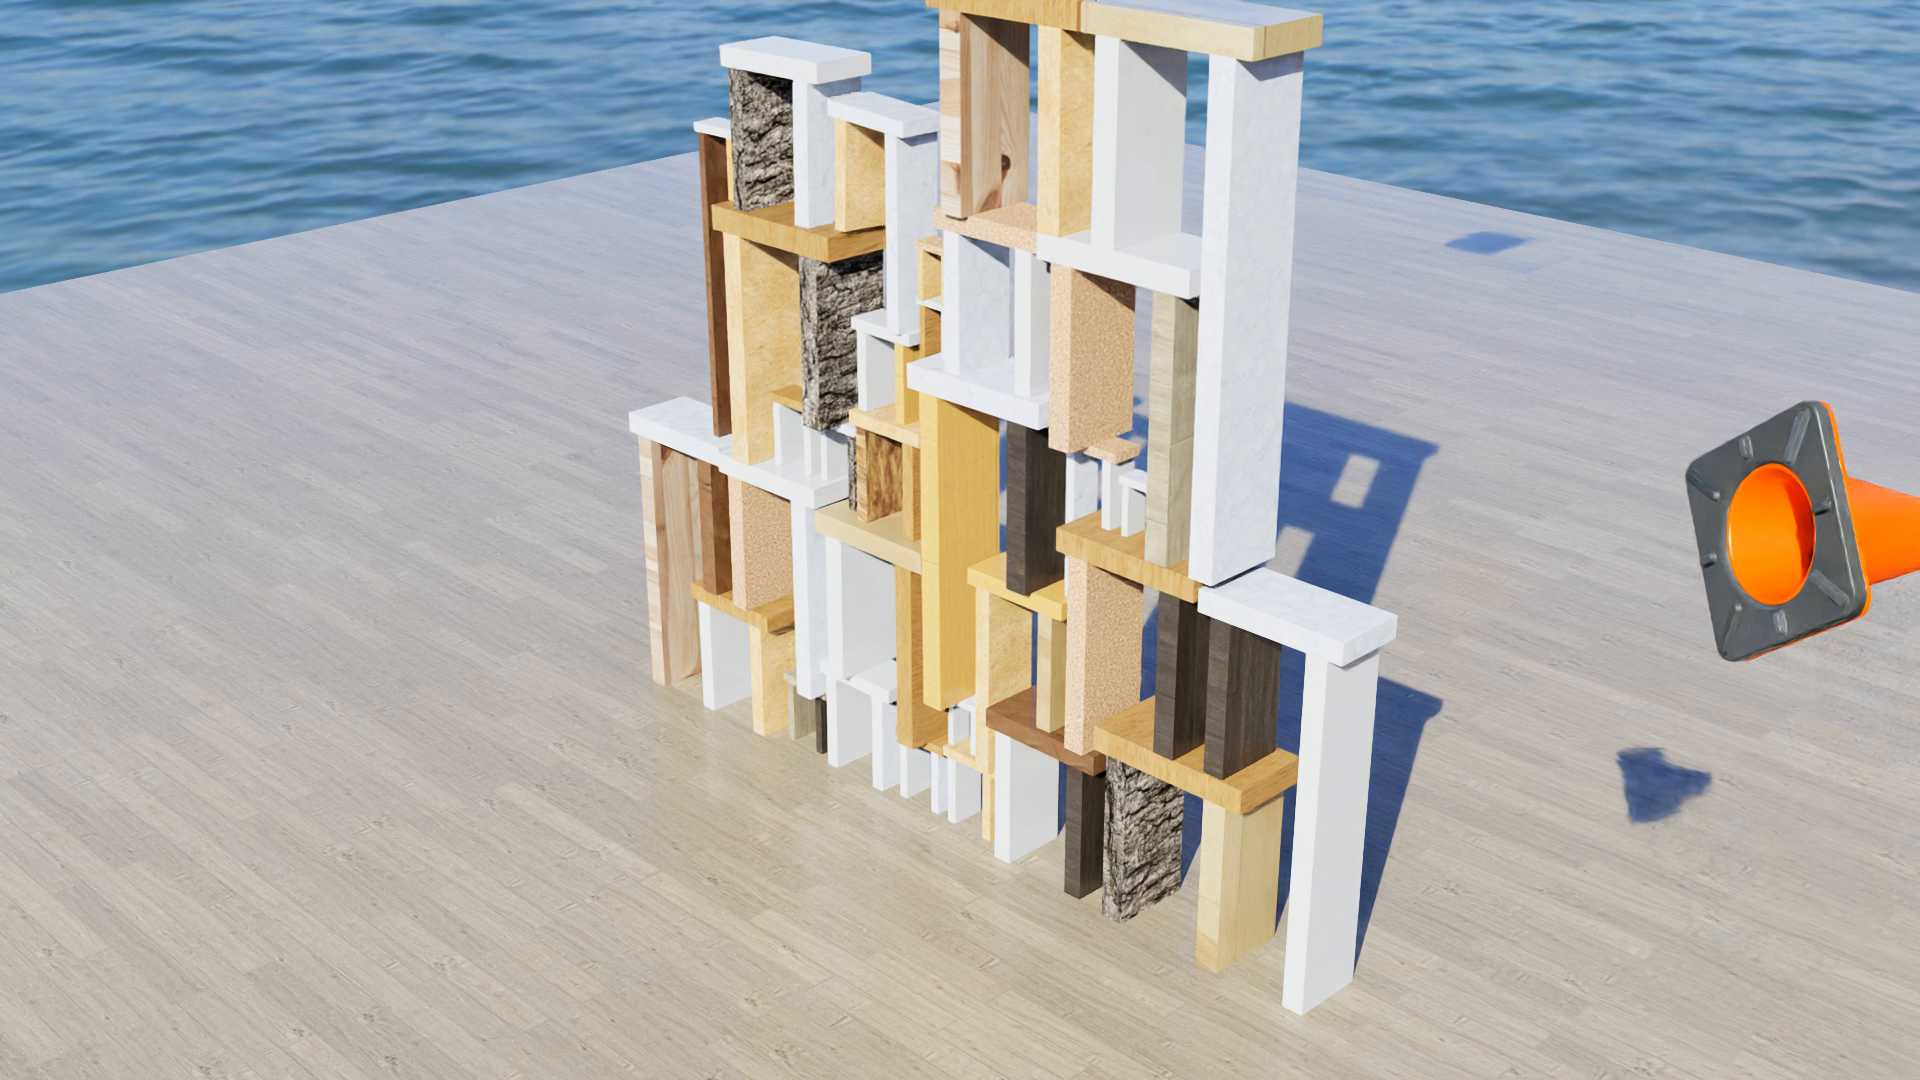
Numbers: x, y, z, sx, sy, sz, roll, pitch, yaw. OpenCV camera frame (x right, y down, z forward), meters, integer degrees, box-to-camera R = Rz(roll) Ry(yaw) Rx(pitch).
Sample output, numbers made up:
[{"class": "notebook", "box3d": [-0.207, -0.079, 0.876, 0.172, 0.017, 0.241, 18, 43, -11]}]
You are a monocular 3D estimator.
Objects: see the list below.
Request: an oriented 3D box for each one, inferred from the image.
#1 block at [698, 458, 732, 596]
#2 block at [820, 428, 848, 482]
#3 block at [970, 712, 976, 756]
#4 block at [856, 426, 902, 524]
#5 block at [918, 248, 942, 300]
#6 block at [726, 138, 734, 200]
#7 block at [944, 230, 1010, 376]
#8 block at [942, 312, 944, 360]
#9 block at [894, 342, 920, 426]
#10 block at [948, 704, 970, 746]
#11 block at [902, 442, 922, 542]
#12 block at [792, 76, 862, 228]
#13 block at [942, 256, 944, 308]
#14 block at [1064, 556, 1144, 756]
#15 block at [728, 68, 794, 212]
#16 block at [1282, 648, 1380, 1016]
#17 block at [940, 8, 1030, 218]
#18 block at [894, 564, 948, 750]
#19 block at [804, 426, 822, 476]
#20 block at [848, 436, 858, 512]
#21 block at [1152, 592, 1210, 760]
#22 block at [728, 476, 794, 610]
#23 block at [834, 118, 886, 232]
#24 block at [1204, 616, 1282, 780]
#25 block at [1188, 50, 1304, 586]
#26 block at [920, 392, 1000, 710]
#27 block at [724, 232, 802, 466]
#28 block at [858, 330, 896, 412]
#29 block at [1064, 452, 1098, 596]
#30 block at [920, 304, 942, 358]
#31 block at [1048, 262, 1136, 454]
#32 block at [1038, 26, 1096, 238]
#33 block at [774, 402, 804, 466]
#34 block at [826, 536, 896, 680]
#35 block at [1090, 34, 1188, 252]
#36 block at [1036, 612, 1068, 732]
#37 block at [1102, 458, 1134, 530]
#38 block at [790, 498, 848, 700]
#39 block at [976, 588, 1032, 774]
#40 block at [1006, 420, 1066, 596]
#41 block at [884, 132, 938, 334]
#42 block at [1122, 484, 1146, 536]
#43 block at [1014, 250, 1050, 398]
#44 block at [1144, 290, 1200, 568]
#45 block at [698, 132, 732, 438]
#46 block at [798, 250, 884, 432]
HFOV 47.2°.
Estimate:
[{"class": "block", "box3d": [-0.485, -0.047, 4.735, 0.043, 0.305, 0.153, 21, 31, 41]}, {"class": "block", "box3d": [-0.252, -0.183, 4.422, 0.017, 0.119, 0.059, 21, 31, 40]}, {"class": "block", "box3d": [0.042, 0.375, 4.336, 0.013, 0.093, 0.046, 21, 31, 40]}, {"class": "block", "box3d": [-0.157, -0.141, 4.334, 0.099, 0.197, 0.028, -21, 31, -40]}, {"class": "block", "box3d": [-0.056, -0.495, 4.065, 0.048, 0.096, 0.014, -20, 31, -39]}, {"class": "block", "box3d": [-0.432, -0.742, 4.371, 0.062, 0.124, 0.018, -22, 31, -40]}, {"class": "block", "box3d": [0.031, -0.444, 3.999, 0.037, 0.265, 0.132, 21, 31, 40]}, {"class": "block", "box3d": [-0.013, -0.382, 4.075, 0.013, 0.092, 0.046, 22, 32, 40]}, {"class": "block", "box3d": [-0.086, -0.306, 4.194, 0.080, 0.160, 0.023, -21, 31, -40]}, {"class": "block", "box3d": [-0.002, 0.358, 4.376, 0.013, 0.093, 0.046, 21, 31, 40]}, {"class": "block", "box3d": [-0.065, -0.105, 4.248, 0.099, 0.197, 0.028, -21, 31, -40]}, {"class": "block", "box3d": [-0.251, -0.742, 4.177, 0.138, 0.275, 0.039, -20, 30, -41]}, {"class": "block", "box3d": [-0.012, -0.476, 4.022, 0.048, 0.096, 0.014, -21, 32, -39]}, {"class": "block", "box3d": [0.264, 0.189, 4.013, 0.045, 0.386, 0.158, 21, 31, 41]}, {"class": "block", "box3d": [-0.381, -0.792, 4.296, 0.138, 0.275, 0.039, -21, 31, -40]}, {"class": "block", "box3d": [0.631, 0.484, 3.744, 0.042, 0.684, 0.149, 21, 31, 41]}, {"class": "block", "box3d": [0.044, -0.757, 3.847, 0.049, 0.356, 0.173, 21, 31, 40]}, {"class": "block", "box3d": [-0.055, 0.211, 4.367, 0.154, 0.390, 0.044, -21, 31, -40]}, {"class": "block", "box3d": [-0.284, -0.202, 4.449, 0.019, 0.132, 0.066, 21, 31, 40]}, {"class": "block", "box3d": [-0.195, -0.142, 4.381, 0.059, 0.162, 0.017, -21, 31, -40]}, {"class": "block", "box3d": [0.412, 0.215, 3.862, 0.045, 0.315, 0.157, 21, 31, 41]}, {"class": "block", "box3d": [-0.415, -0.013, 4.663, 0.042, 0.298, 0.149, 21, 31, 41]}, {"class": "block", "box3d": [-0.186, -0.692, 4.138, 0.104, 0.209, 0.030, -18, 28, -41]}, {"class": "block", "box3d": [0.490, 0.252, 3.797, 0.042, 0.298, 0.149, 21, 31, 41]}, {"class": "block", "box3d": [0.462, -0.356, 3.570, 0.173, 0.877, 0.049, -22, 31, -40]}, {"class": "block", "box3d": [0.002, 0.006, 4.225, 0.047, 0.647, 0.165, 21, 31, 40]}, {"class": "block", "box3d": [-0.389, -0.404, 4.478, 0.049, 0.482, 0.173, 21, 31, 41]}, {"class": "block", "box3d": [-0.161, -0.336, 4.264, 0.080, 0.160, 0.023, -21, 31, -40]}, {"class": "block", "box3d": [0.220, -0.038, 3.977, 0.018, 0.288, 0.065, 21, 31, 40]}, {"class": "block", "box3d": [-0.054, -0.331, 4.146, 0.046, 0.243, 0.013, -21, 31, -40]}, {"class": "block", "box3d": [0.231, -0.334, 3.829, 0.167, 0.335, 0.047, -22, 31, -40]}, {"class": "block", "box3d": [0.208, -0.698, 3.694, 0.173, 0.347, 0.049, -22, 31, -40]}, {"class": "block", "box3d": [-0.349, -0.226, 4.506, 0.019, 0.132, 0.066, 21, 31, 41]}, {"class": "block", "box3d": [-0.199, 0.116, 4.486, 0.154, 0.308, 0.044, -21, 31, -41]}, {"class": "block", "box3d": [0.295, -0.665, 3.616, 0.173, 0.347, 0.049, -22, 31, -40]}, {"class": "block", "box3d": [0.197, 0.229, 4.107, 0.034, 0.239, 0.119, 21, 31, 41]}, {"class": "block", "box3d": [0.280, -0.088, 3.890, 0.065, 0.130, 0.018, -22, 30, -40]}, {"class": "block", "box3d": [-0.274, 0.106, 4.562, 0.042, 0.438, 0.149, 21, 31, 41]}, {"class": "block", "box3d": [0.084, 0.255, 4.239, 0.034, 0.389, 0.119, 21, 31, 40]}, {"class": "block", "box3d": [0.158, -0.079, 4.019, 0.047, 0.330, 0.165, 21, 31, 40]}, {"class": "block", "box3d": [-0.089, -0.575, 4.083, 0.104, 0.375, 0.030, -21, 31, -40]}, {"class": "block", "box3d": [0.305, -0.058, 3.864, 0.048, 0.095, 0.014, -22, 31, -40]}, {"class": "block", "box3d": [0.156, -0.396, 3.884, 0.037, 0.265, 0.132, 21, 31, 41]}, {"class": "block", "box3d": [0.391, -0.203, 3.713, 0.047, 0.483, 0.167, 21, 31, 41]}, {"class": "block", "box3d": [-0.493, -0.523, 4.526, 0.062, 0.647, 0.018, -22, 32, -40]}, {"class": "block", "box3d": [-0.229, -0.401, 4.298, 0.173, 0.347, 0.049, -21, 31, -40]}]
